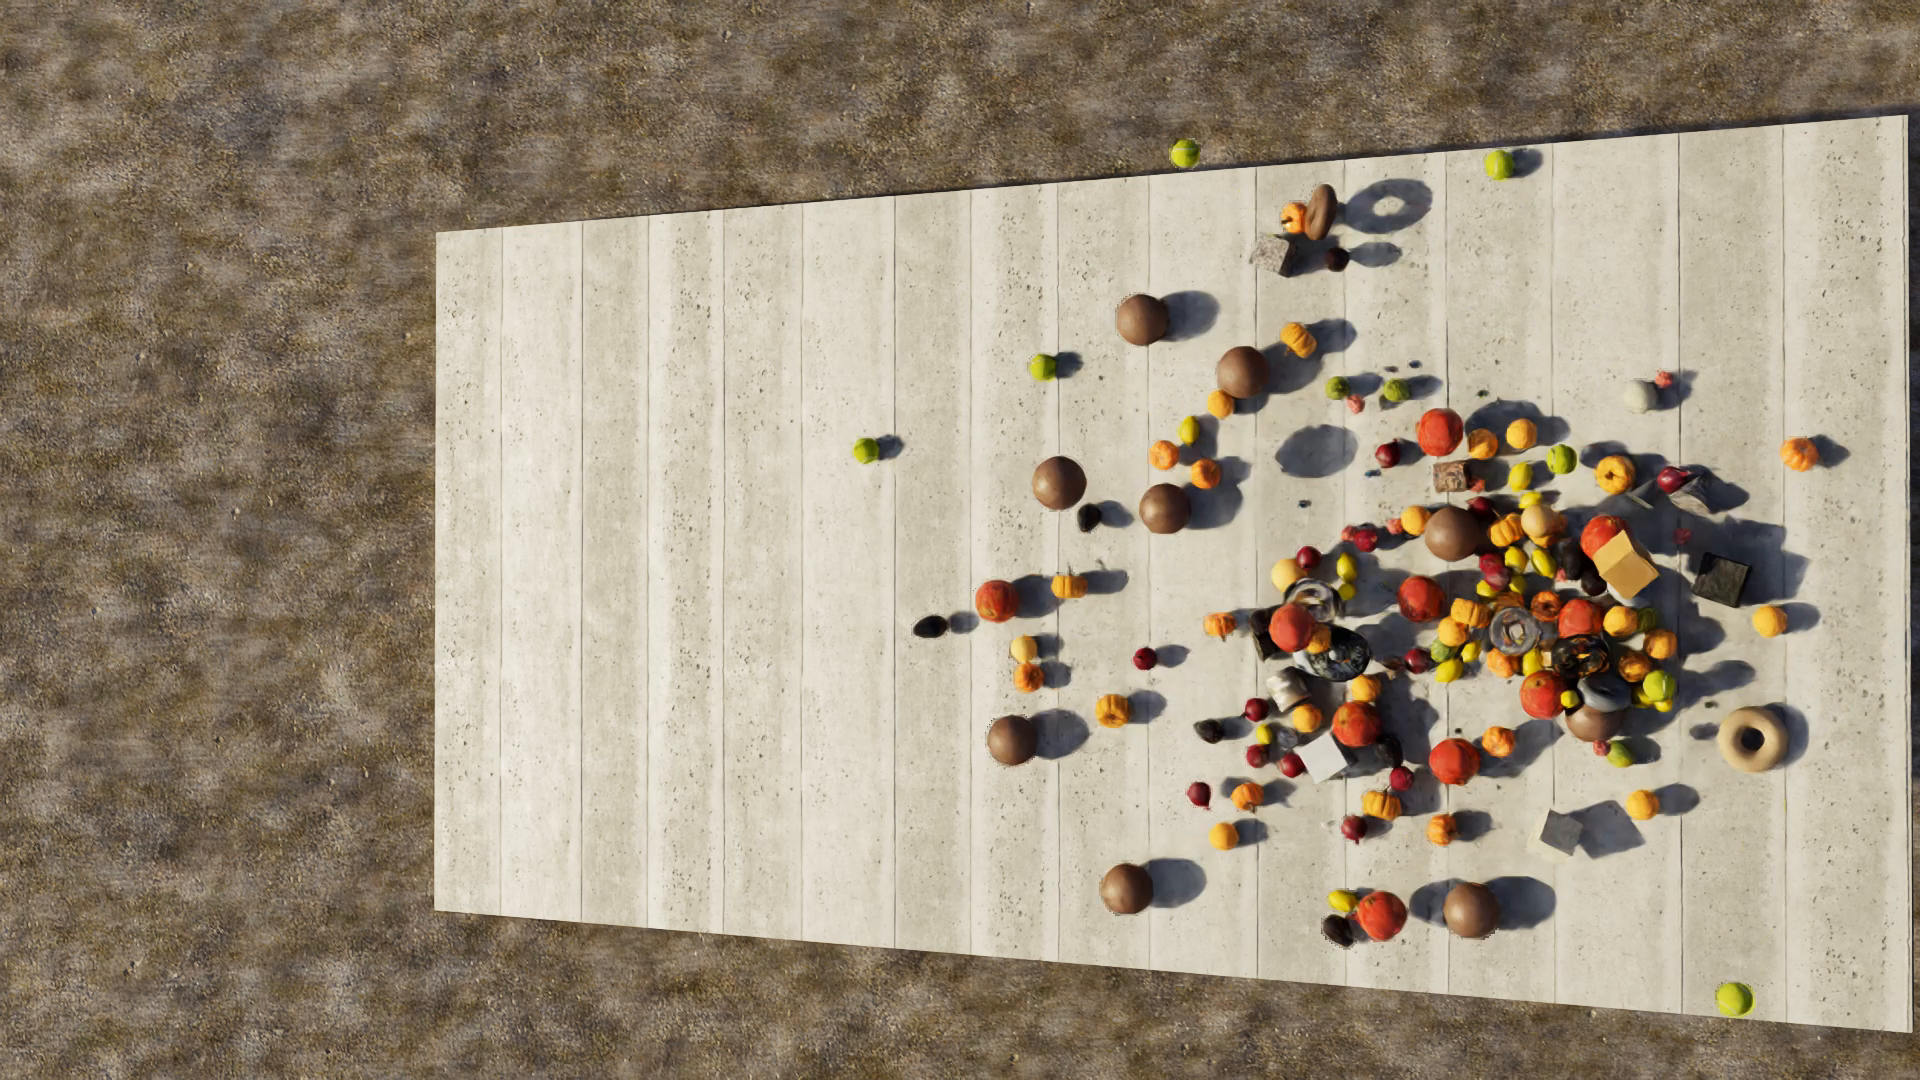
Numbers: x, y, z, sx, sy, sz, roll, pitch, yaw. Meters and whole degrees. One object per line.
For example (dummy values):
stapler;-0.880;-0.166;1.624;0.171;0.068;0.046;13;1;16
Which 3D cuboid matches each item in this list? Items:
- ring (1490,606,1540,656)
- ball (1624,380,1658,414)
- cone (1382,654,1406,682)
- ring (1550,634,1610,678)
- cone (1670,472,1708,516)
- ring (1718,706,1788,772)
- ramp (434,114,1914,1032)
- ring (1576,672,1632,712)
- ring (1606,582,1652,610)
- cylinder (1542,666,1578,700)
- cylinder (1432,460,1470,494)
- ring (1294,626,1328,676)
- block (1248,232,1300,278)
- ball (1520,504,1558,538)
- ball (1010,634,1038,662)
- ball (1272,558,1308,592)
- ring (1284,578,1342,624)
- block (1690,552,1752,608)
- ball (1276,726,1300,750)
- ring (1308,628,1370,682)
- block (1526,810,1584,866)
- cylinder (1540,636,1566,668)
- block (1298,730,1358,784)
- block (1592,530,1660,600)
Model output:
ring;1.272;0.209;5.046;0.118;0.039;0.118;-4;82;29
ball;1.547;-0.325;5.000;0.076;0.076;0.076;0;89;0
cone;1.027;0.314;5.219;0.058;0.058;0.058;2;128;0
ring;1.392;0.261;4.936;0.131;0.131;0.044;2;47;0
cone;1.665;-0.118;4.961;0.092;0.092;0.092;32;75;0
ring;1.764;0.444;4.893;0.149;0.050;0.149;0;92;12
ramp;0.282;0.082;5.688;4.000;0.100;2.000;0;89;25
ring;1.448;0.342;4.944;0.122;0.122;0.041;5;123;0
ring;1.520;0.109;4.995;0.115;0.115;0.038;33;130;0
cylinder;1.386;0.325;5.075;0.065;0.065;0.065;-14;68;0
cylinder;1.159;-0.149;5.182;0.073;0.073;0.073;-5;89;25
ring;0.868;0.271;5.332;0.122;0.041;0.122;-1;88;21
block;0.766;-0.696;5.368;0.082;0.082;0.082;24;99;23
ball;1.317;-0.044;5.003;0.081;0.081;0.081;0;89;0
ball;0.165;0.279;5.647;0.070;0.070;0.070;0;89;0
ball;0.800;0.086;5.342;0.086;0.086;0.086;0;89;0
ring;0.843;0.146;5.265;0.141;0.141;0.047;21;52;0
block;1.701;0.090;4.911;0.097;0.097;0.097;20;98;24
ball;0.799;0.482;5.354;0.056;0.056;0.056;0;89;0
ring;0.905;0.274;5.248;0.147;0.049;0.147;-6;51;8
block;1.360;0.681;5.033;0.084;0.084;0.084;25;65;3
cylinder;1.375;0.258;5.081;0.062;0.062;0.062;-10;84;0
block;0.885;0.521;5.293;0.092;0.092;0.092;-35;75;21
block;1.478;0.055;4.883;0.092;0.092;0.092;39;113;-17
